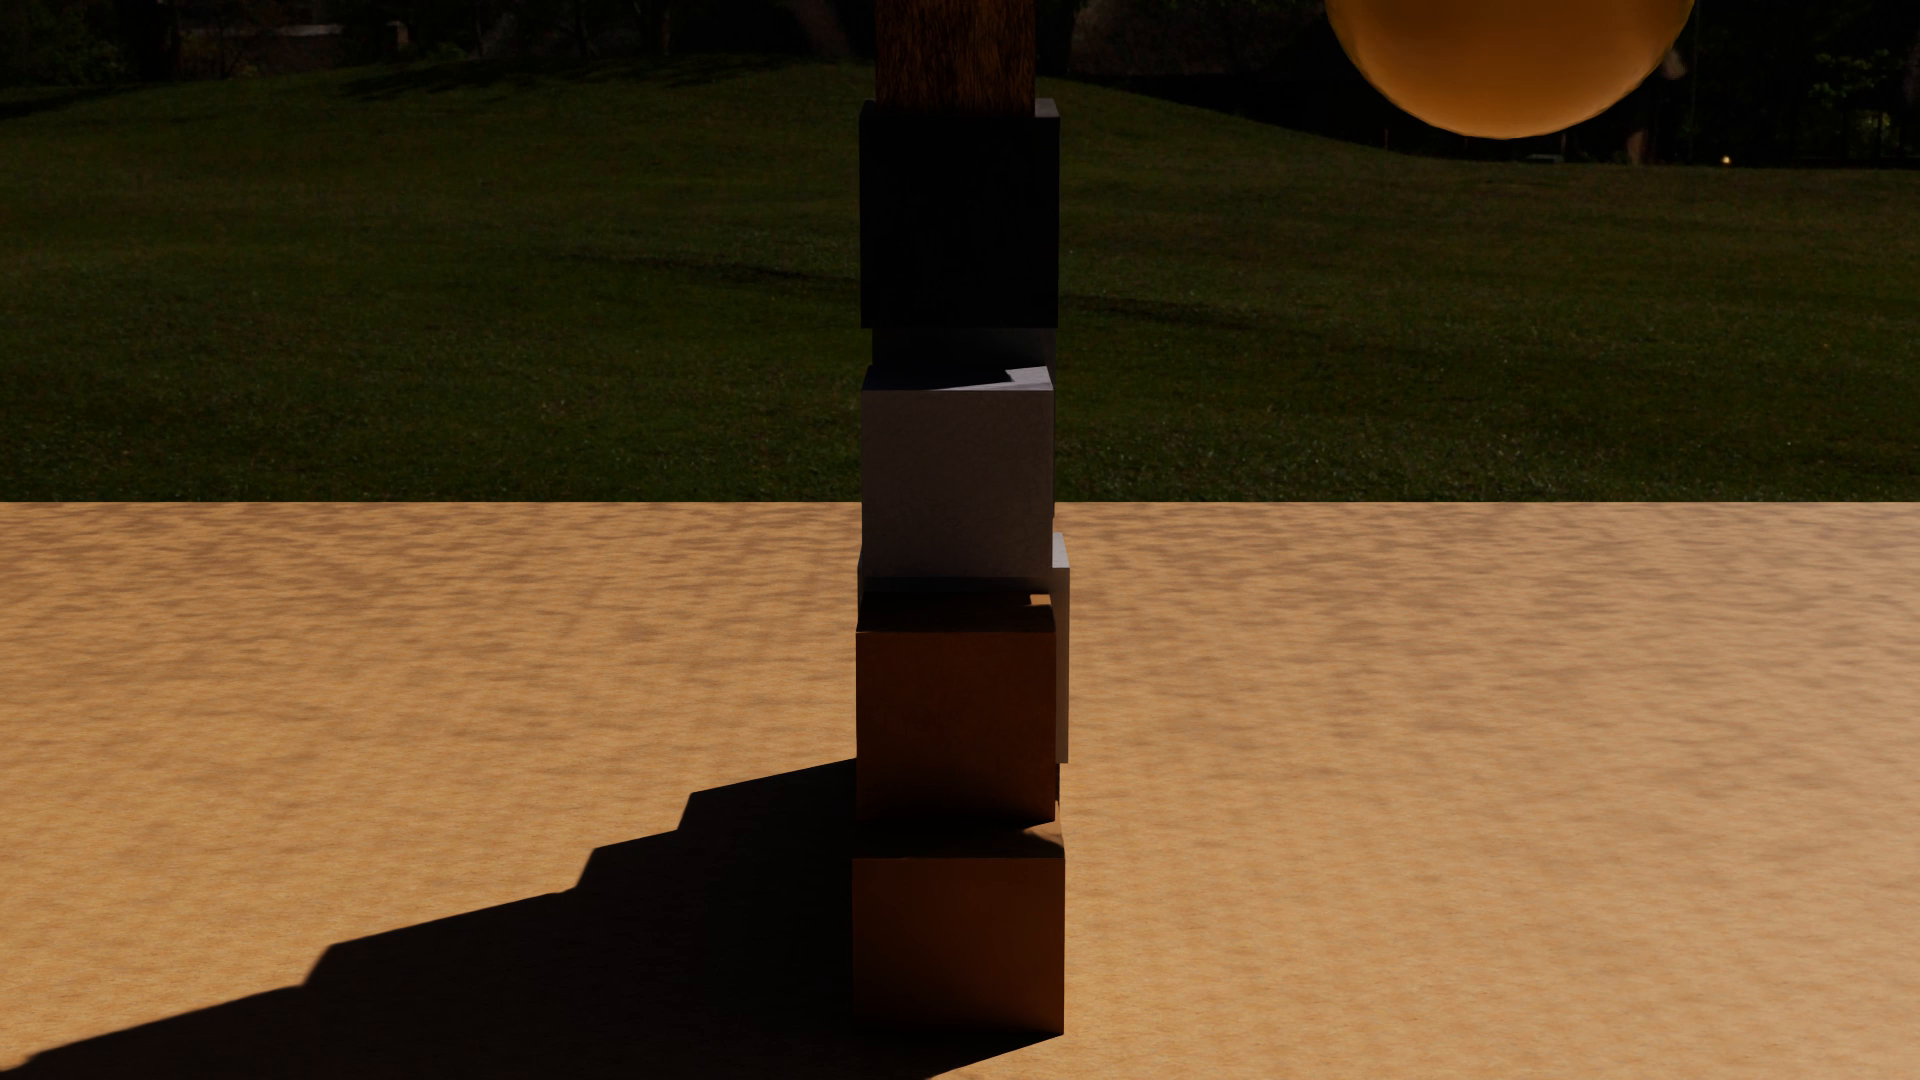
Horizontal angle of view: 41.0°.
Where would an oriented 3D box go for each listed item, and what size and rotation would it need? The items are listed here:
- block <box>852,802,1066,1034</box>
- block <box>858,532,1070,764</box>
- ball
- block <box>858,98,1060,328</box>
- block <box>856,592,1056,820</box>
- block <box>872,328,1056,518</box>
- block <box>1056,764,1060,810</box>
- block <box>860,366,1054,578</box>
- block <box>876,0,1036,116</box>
[{"bbox_3d":[-0.004,1.430,9.805,0.779,0.678,0.750,0,10,0],"label":"block"},{"bbox_3d":[0.015,0.449,11.014,0.873,0.831,0.818,0,10,0],"label":"block"},{"bbox_3d":[2.295,-2.483,10.729,1.600,1.600,1.600,0,10,0],"label":"ball"},{"bbox_3d":[-0.002,-1.400,10.873,0.813,0.861,0.803,0,15,0],"label":"block"},{"bbox_3d":[-0.015,0.643,10.198,0.761,0.733,0.846,0,10,0],"label":"block"},{"bbox_3d":[0.018,-0.625,11.514,0.790,0.914,0.833,0,11,0],"label":"block"},{"bbox_3d":[0.009,0.922,11.957,0.881,0.908,0.836,0,10,0],"label":"block"},{"bbox_3d":[-0.011,-0.301,10.697,0.766,0.758,0.884,0,10,0],"label":"block"},{"bbox_3d":[-0.018,-2.143,10.668,0.645,0.680,0.712,0,15,0],"label":"block"}]
